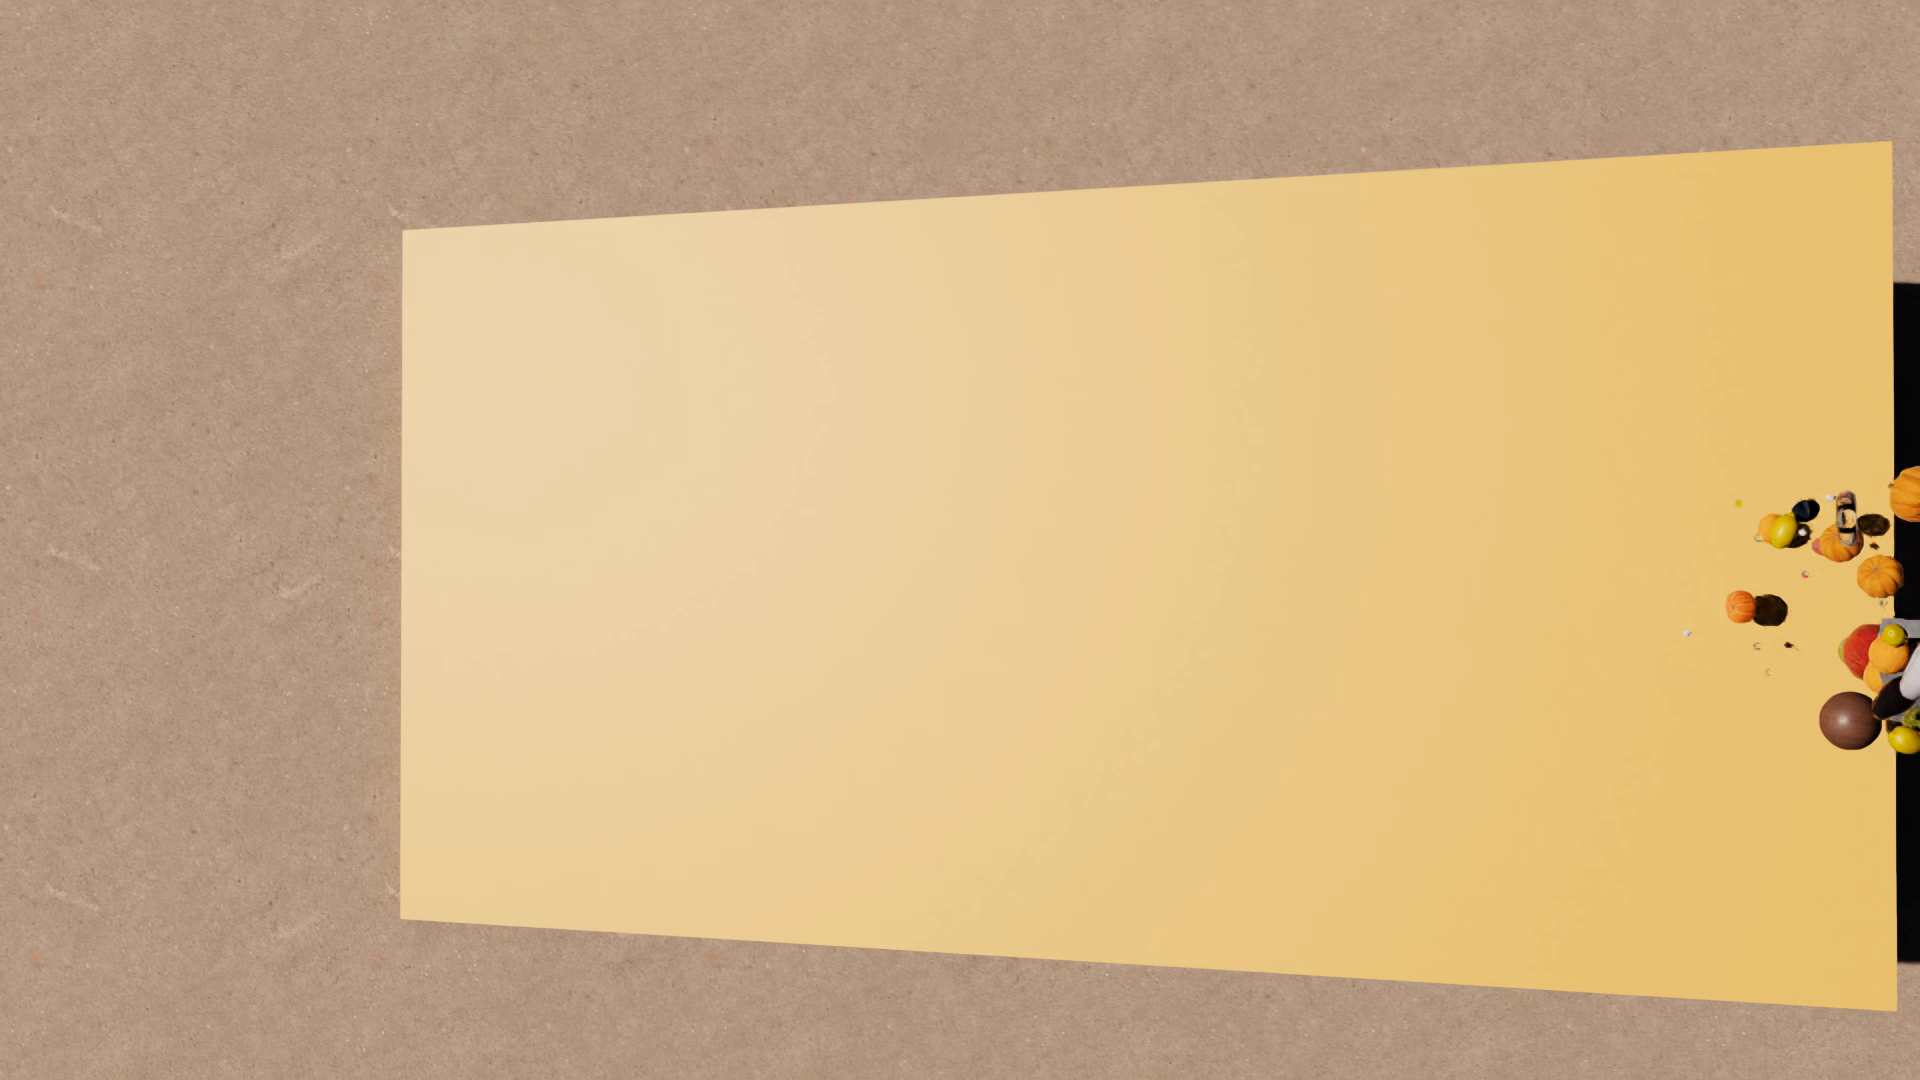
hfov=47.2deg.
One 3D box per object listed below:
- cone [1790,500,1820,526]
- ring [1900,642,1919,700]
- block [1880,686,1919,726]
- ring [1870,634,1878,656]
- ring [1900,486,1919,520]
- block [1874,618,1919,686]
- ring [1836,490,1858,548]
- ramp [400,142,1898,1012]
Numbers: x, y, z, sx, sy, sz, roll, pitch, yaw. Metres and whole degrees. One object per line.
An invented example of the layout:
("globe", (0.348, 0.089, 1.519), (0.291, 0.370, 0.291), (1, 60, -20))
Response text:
("cone", (1.886, -0.047, 4.880), (0.063, 0.063, 0.063), (-46, 128, -1))
("ring", (1.680, 0.218, 3.832), (0.043, 0.130, 0.130), (26, 89, 19))
("block", (1.839, 0.322, 4.277), (0.059, 0.059, 0.059), (12, 101, 0))
("ring", (1.995, 0.224, 4.680), (0.108, 0.036, 0.108), (2, 133, 3))
("ring", (1.891, -0.075, 4.359), (0.025, 0.076, 0.076), (-35, 89, 32))
("block", (1.741, 0.207, 4.040), (0.088, 0.088, 0.088), (58, 46, -35))
("ring", (1.636, -0.039, 4.055), (0.035, 0.106, 0.106), (-3, 89, 25))
("ramp", (0.280, 0.090, 5.769), (4.000, 0.100, 2.000), (0, 89, 19))
